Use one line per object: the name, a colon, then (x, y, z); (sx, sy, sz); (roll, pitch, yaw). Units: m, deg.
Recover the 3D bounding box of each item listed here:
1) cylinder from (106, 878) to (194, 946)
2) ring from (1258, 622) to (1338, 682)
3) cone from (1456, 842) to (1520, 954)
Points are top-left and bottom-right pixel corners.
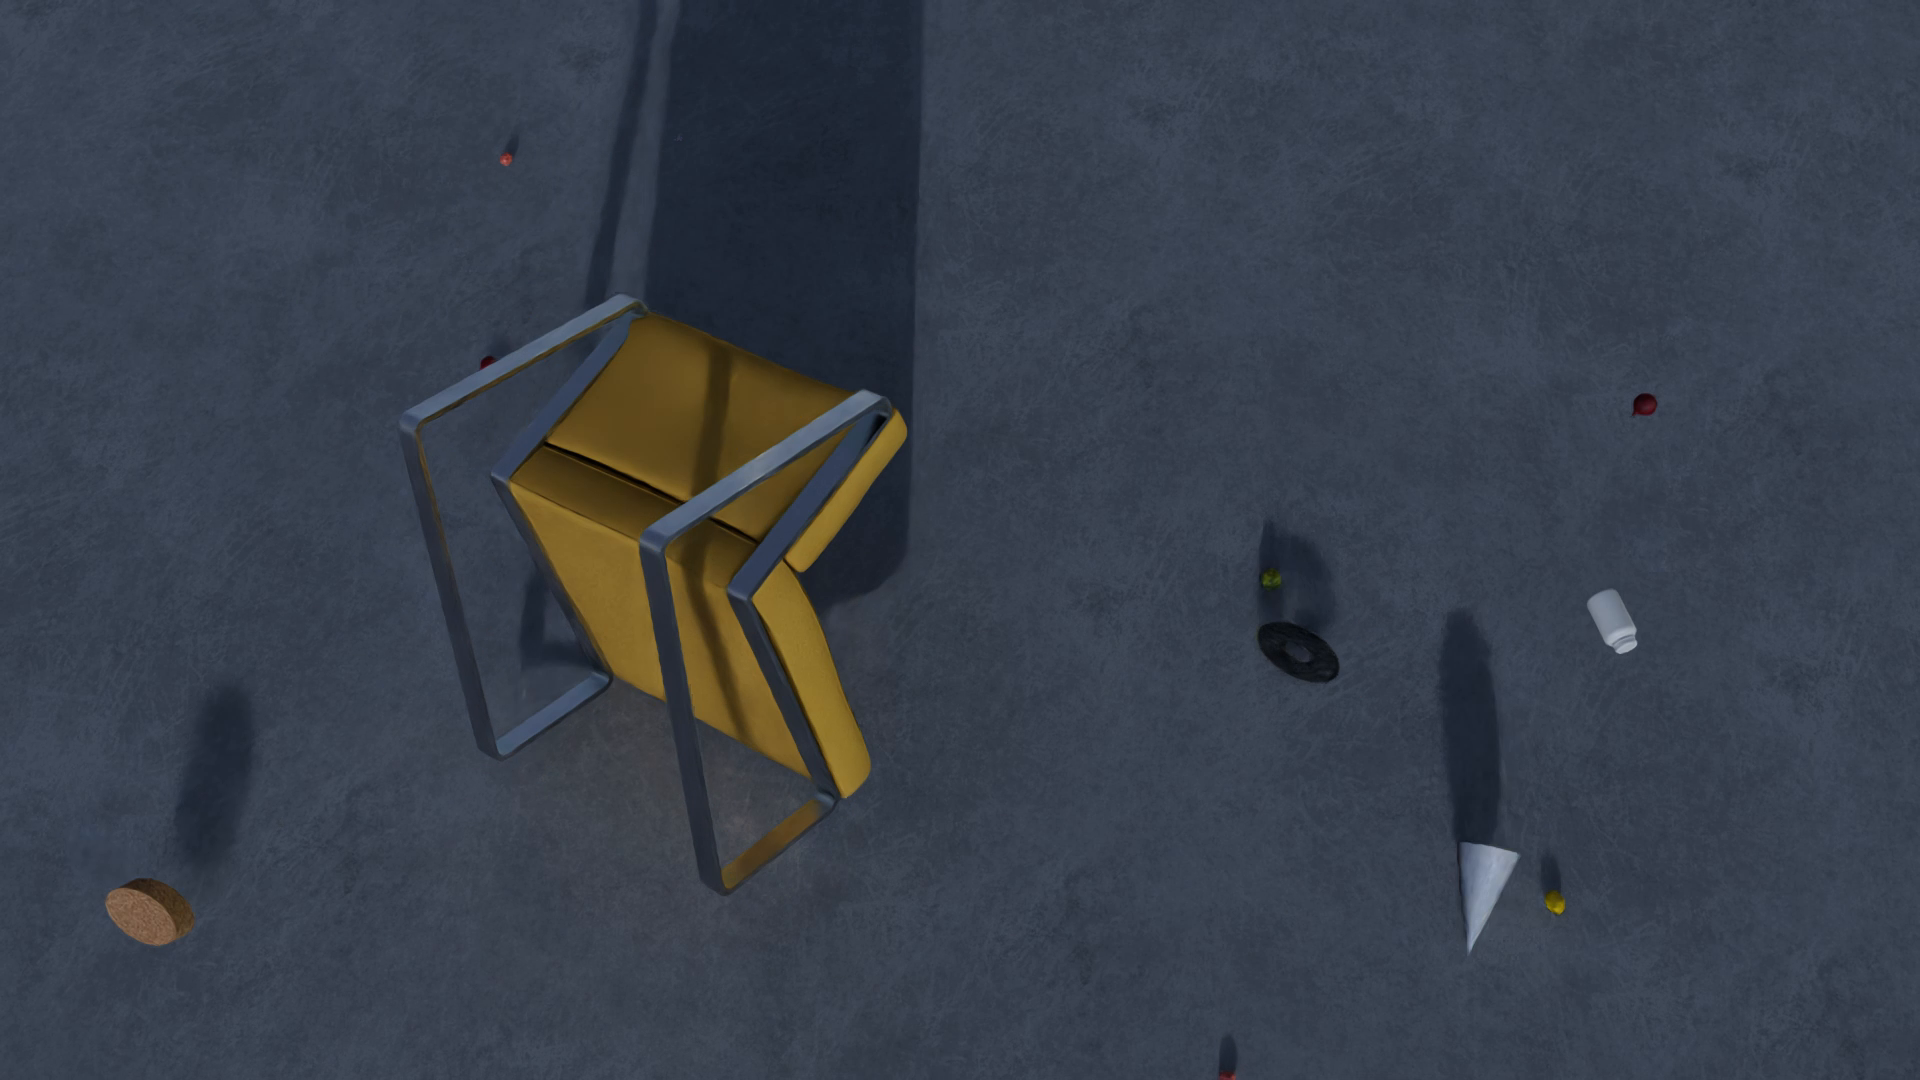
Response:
cylinder: (-2.114, 0.970, 5.745); (0.209, 0.099, 0.124); (30, 101, 5)
ring: (0.966, 0.320, 6.280); (0.270, 0.144, 0.062); (29, 21, 30)
cone: (1.373, 0.961, 5.825); (0.166, 0.303, 0.285); (12, 81, 7)
